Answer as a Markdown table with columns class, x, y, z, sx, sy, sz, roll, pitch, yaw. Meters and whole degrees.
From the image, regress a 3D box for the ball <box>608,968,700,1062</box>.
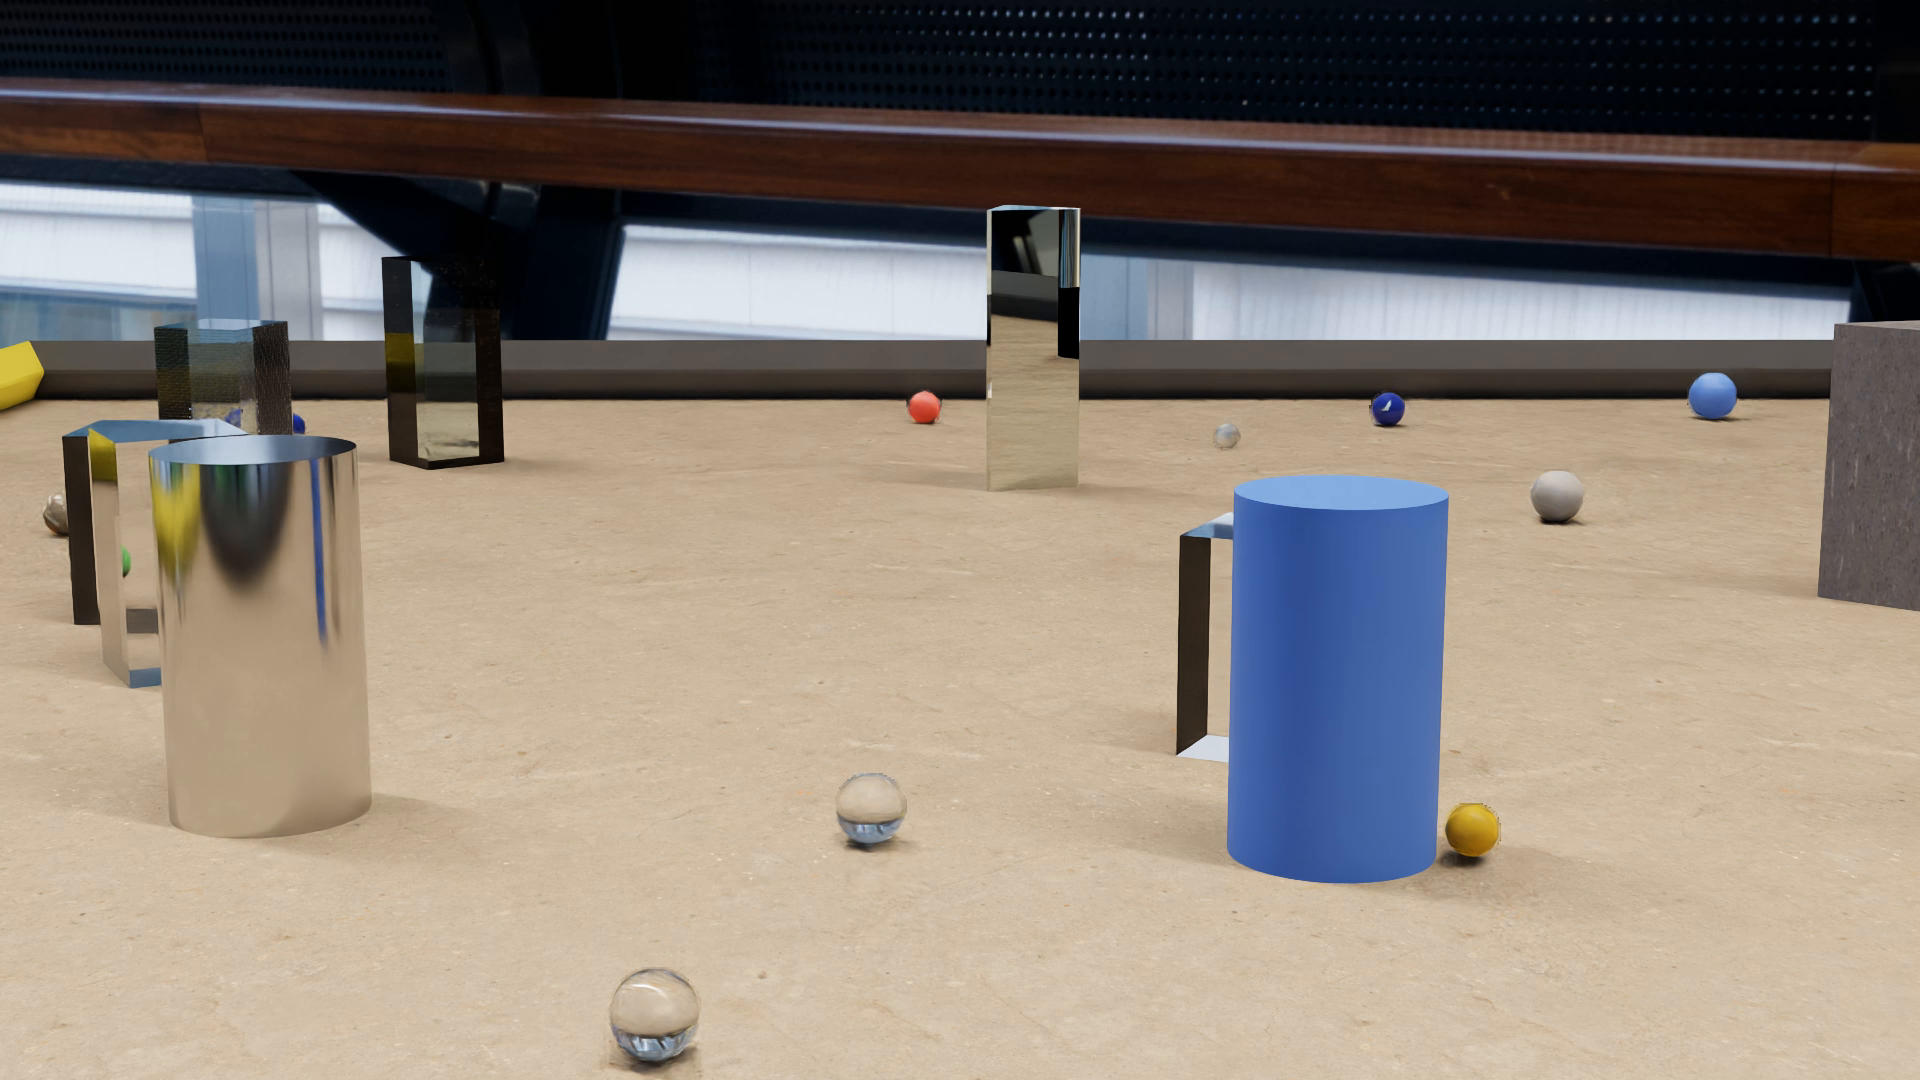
| class | x | y | z | sx | sy | sz | roll | pitch | yaw |
| --- | --- | --- | --- | --- | --- | --- | --- | --- | --- |
| ball | -0.226 | 0.351 | 1.898 | 0.068 | 0.068 | 0.068 | 0 | 11 | 0 |

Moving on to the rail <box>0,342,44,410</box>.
| class | x | y | z | sx | sy | sz | roll | pitch | yaw |
| --- | --- | --- | --- | --- | --- | --- | --- | --- | --- |
| rail | -2.009 | 0.035 | 3.438 | 0.045 | 0.126 | 4.491 | 0 | 11 | 0 |

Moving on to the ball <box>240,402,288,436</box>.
| class | x | y | z | sx | sy | sz | roll | pitch | yaw |
| --- | --- | --- | --- | --- | --- | --- | --- | --- | --- |
| ball | -1.330 | -0.218 | 4.904 | 0.090 | 0.090 | 0.090 | 0 | 11 | 0 |

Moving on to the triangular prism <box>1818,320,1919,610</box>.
| class | x | y | z | sx | sy | sz | roll | pitch | yaw |
| --- | --- | --- | --- | --- | --- | --- | --- | --- | --- |
| triangular prism | 1.299 | -0.107 | 3.517 | 0.168 | 0.378 | 0.146 | 9 | 14 | 41 |

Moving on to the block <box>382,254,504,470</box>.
| class | x | y | z | sx | sy | sz | roll | pitch | yaw |
| --- | --- | --- | --- | --- | --- | --- | --- | --- | --- |
| block | -0.953 | -0.332 | 4.729 | 0.155 | 0.377 | 0.155 | -8 | 13 | -38 |

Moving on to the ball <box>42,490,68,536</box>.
| class | x | y | z | sx | sy | sz | roll | pitch | yaw |
| --- | --- | --- | --- | --- | --- | --- | --- | --- | --- |
| ball | -1.395 | -0.042 | 4.007 | 0.071 | 0.071 | 0.071 | 0 | 11 | 0 |

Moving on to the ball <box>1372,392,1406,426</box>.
| class | x | y | z | sx | sy | sz | roll | pitch | yaw |
| --- | --- | --- | --- | --- | --- | --- | --- | --- | --- |
| ball | 0.872 | -0.266 | 5.223 | 0.068 | 0.068 | 0.068 | 0 | 11 | 0 |

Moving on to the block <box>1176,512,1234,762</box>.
| class | x | y | z | sx | sy | sz | roll | pitch | yaw |
| --- | --- | --- | --- | --- | --- | --- | --- | --- | --- |
| block | 0.334 | 0.106 | 2.749 | 0.155 | 0.239 | 0.155 | 5 | 12 | 25 |

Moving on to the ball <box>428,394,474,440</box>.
| class | x | y | z | sx | sy | sz | roll | pitch | yaw |
| --- | --- | --- | --- | --- | --- | --- | --- | --- | --- |
| ball | -0.996 | -0.239 | 5.018 | 0.090 | 0.090 | 0.090 | 0 | 11 | 0 |

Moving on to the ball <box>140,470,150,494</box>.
| class | x | y | z | sx | sy | sz | roll | pitch | yaw |
| --- | --- | --- | --- | --- | --- | --- | --- | --- | --- |
| ball | -1.346 | -0.098 | 4.295 | 0.048 | 0.048 | 0.048 | 0 | 11 | 0 |

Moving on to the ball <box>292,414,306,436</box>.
| class | x | y | z | sx | sy | sz | roll | pitch | yaw |
| --- | --- | --- | --- | --- | --- | --- | --- | --- | --- |
| ball | -1.299 | -0.216 | 4.973 | 0.060 | 0.060 | 0.060 | 0 | 11 | 0 |

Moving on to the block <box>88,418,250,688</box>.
| class | x | y | z | sx | sy | sz | roll | pitch | yaw |
| --- | --- | --- | --- | --- | --- | --- | --- | --- | --- |
| block | -0.950 | 0.012 | 3.106 | 0.155 | 0.293 | 0.155 | -6 | 12 | -29 |

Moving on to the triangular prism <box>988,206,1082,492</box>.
| class | x | y | z | sx | sy | sz | roll | pitch | yaw |
| --- | --- | --- | --- | --- | --- | --- | --- | --- | --- |
| triangular prism | 0.105 | -0.338 | 4.475 | 0.168 | 0.482 | 0.146 | -4 | 11 | -18 |

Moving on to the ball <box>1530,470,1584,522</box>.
| class | x | y | z | sx | sy | sz | roll | pitch | yaw |
| --- | --- | --- | --- | --- | --- | --- | --- | --- | --- |
| ball | 0.961 | -0.071 | 4.129 | 0.084 | 0.084 | 0.084 | 0 | 11 | 0 |

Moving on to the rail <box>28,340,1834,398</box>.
| class | x | y | z | sx | sy | sz | roll | pitch | yaw |
| --- | --- | --- | --- | --- | --- | --- | --- | --- | --- |
| rail | -0.013 | -0.373 | 5.633 | 4.066 | 0.126 | 0.045 | 0 | 11 | 0 |

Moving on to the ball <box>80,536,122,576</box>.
| class | x | y | z | sx | sy | sz | roll | pitch | yaw |
| --- | --- | --- | --- | --- | --- | --- | --- | --- | --- |
| ball | -1.235 | 0.023 | 3.688 | 0.059 | 0.059 | 0.059 | 0 | 11 | 0 |

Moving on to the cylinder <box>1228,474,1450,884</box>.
| class | x | y | z | sx | sy | sz | roll | pitch | yaw |
| --- | --- | --- | --- | --- | --- | --- | --- | --- | --- |
| cylinder | 0.348 | 0.124 | 2.373 | 0.194 | 0.341 | 0.194 | 0 | 11 | 0 |

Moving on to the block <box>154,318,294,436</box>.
| class | x | y | z | sx | sy | sz | roll | pitch | yaw |
| --- | --- | --- | --- | --- | --- | --- | --- | --- | --- |
| block | -1.231 | -0.213 | 4.304 | 0.155 | 0.299 | 0.155 | 3 | 11 | 17 |

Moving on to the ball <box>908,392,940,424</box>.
| class | x | y | z | sx | sy | sz | roll | pitch | yaw |
| --- | --- | --- | --- | --- | --- | --- | --- | --- | --- |
| ball | -0.073 | -0.272 | 5.260 | 0.065 | 0.065 | 0.065 | 0 | 11 | 0 |

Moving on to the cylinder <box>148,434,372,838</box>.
| class | x | y | z | sx | sy | sz | roll | pitch | yaw |
| --- | --- | --- | --- | --- | --- | --- | --- | --- | --- |
| cylinder | -0.681 | 0.090 | 2.505 | 0.194 | 0.360 | 0.194 | 0 | 11 | 0 |

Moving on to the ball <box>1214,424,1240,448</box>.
| class | x | y | z | sx | sy | sz | roll | pitch | yaw |
| --- | --- | --- | --- | --- | --- | --- | --- | --- | --- |
| ball | 0.513 | -0.200 | 4.917 | 0.048 | 0.048 | 0.048 | 0 | 11 | 0 |

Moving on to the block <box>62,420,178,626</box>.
| class | x | y | z | sx | sy | sz | roll | pitch | yaw |
| --- | --- | --- | --- | --- | --- | --- | --- | --- | --- |
| block | -1.088 | -0.026 | 3.427 | 0.155 | 0.250 | 0.155 | 0 | 11 | -1 |

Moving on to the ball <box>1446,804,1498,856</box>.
| class | x | y | z | sx | sy | sz | roll | pitch | yaw |
| --- | --- | --- | --- | --- | --- | --- | --- | --- | --- |
| ball | 0.472 | 0.268 | 2.365 | 0.049 | 0.049 | 0.049 | 0 | 11 | 0 |

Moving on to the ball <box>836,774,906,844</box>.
| class | x | y | z | sx | sy | sz | roll | pitch | yaw |
| --- | --- | --- | --- | --- | --- | --- | --- | --- | --- |
| ball | -0.085 | 0.254 | 2.425 | 0.066 | 0.066 | 0.066 | 0 | 11 | 0 |

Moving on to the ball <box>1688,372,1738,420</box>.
| class | x | y | z | sx | sy | sz | roll | pitch | yaw |
| --- | --- | --- | --- | --- | --- | --- | --- | --- | --- |
| ball | 1.562 | -0.299 | 5.321 | 0.097 | 0.097 | 0.097 | 0 | 11 | 0 |
